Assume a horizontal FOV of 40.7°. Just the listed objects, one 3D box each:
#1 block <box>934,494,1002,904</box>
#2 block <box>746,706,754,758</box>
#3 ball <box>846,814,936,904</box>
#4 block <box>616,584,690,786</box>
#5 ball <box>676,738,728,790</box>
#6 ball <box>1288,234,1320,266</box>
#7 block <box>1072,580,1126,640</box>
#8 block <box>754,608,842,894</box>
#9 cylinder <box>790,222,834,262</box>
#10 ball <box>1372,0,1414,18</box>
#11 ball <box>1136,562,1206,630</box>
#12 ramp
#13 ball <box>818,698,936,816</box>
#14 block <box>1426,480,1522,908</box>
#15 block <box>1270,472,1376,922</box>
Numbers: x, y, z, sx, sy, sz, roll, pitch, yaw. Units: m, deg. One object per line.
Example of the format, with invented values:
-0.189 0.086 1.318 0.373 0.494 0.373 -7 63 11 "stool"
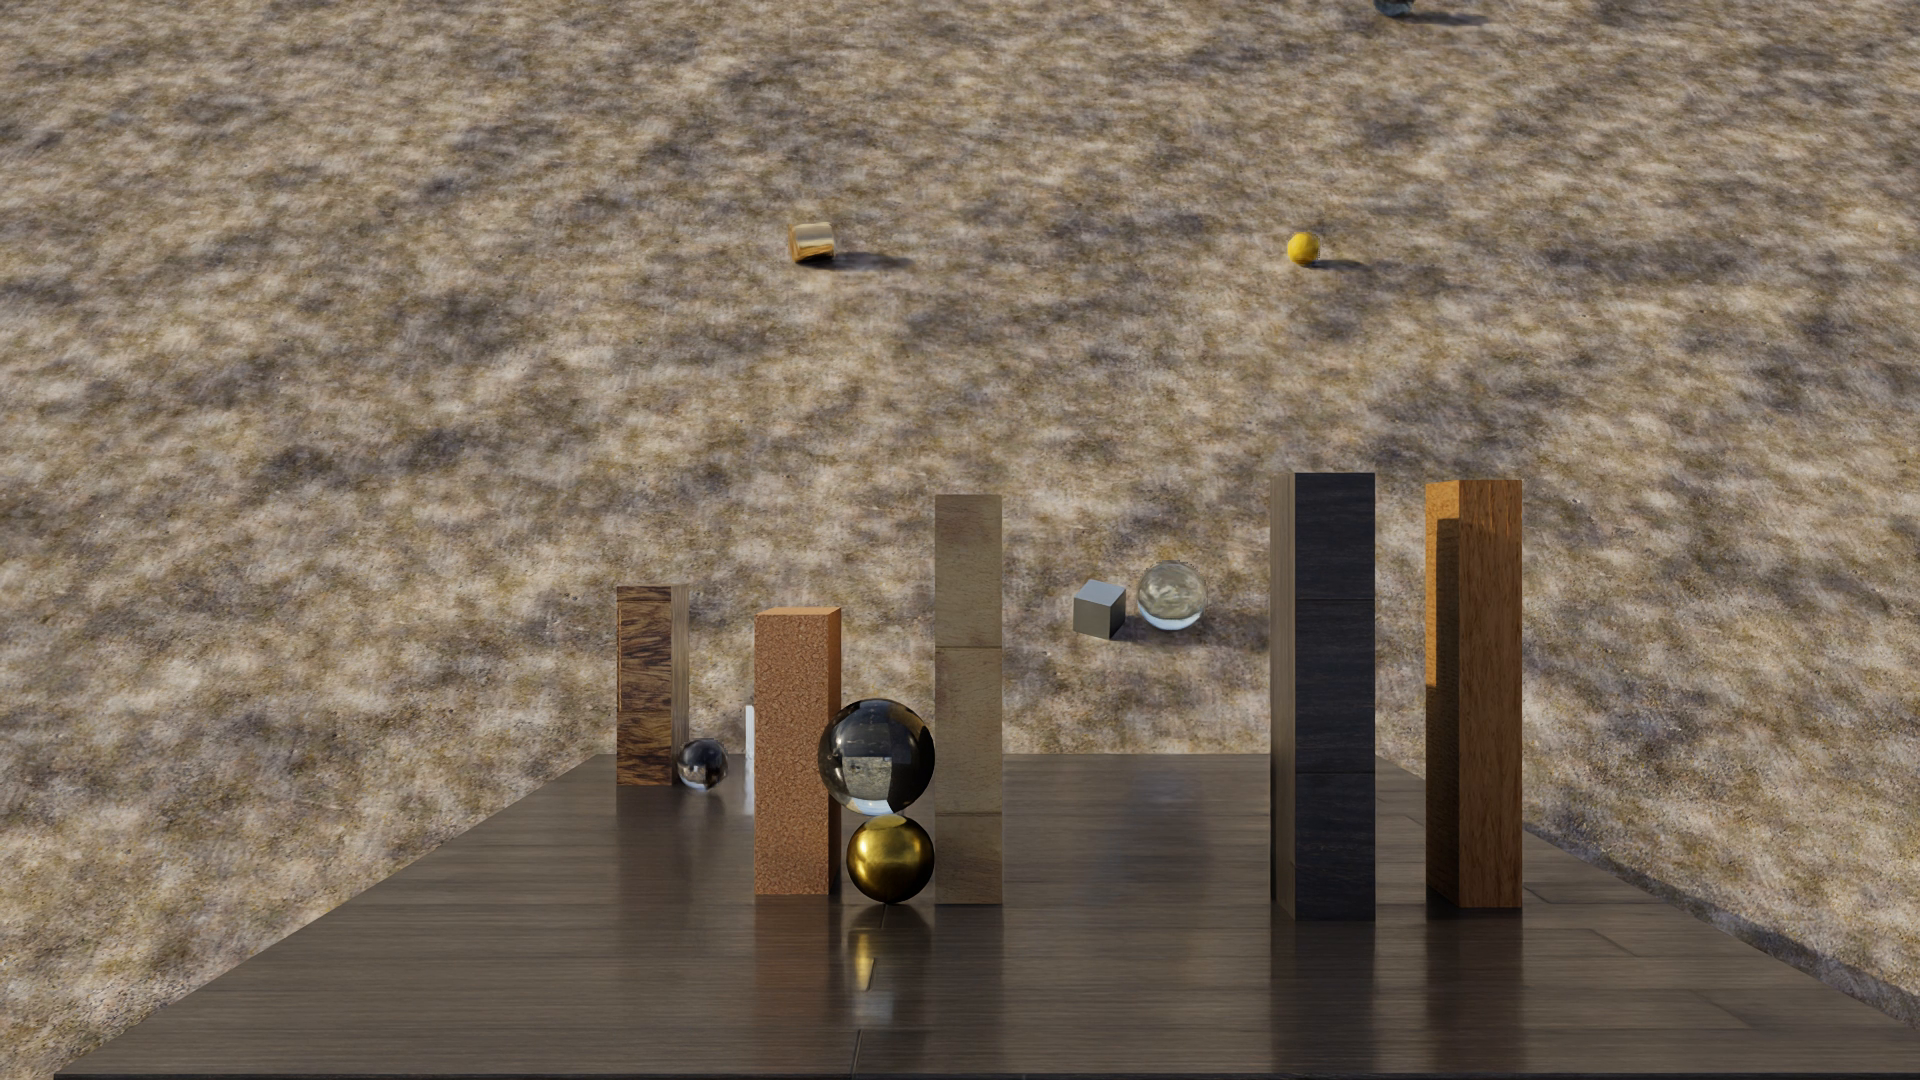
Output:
0.013 0.240 4.116 0.101 0.617 0.420 0 0 0 "block"
-0.455 0.485 6.575 0.130 0.130 0.130 0 0 26 "block"
-0.105 0.481 3.913 0.135 0.135 0.135 0 30 0 "ball"
-0.710 0.327 6.006 0.122 0.446 0.388 0 0 0 "block"
-0.567 0.494 5.691 0.113 0.113 0.113 0 30 0 "ball"
1.262 -1.069 9.513 0.117 0.117 0.117 0 30 0 "ball"
0.395 0.197 7.330 0.112 0.112 0.112 14 33 23 "block"
-0.261 0.332 4.231 0.114 0.434 0.449 0 0 0 "block"
-0.548 -1.098 9.538 0.138 0.138 0.138 -7 31 -14 "cylinder"
1.998 -2.508 11.917 0.198 0.198 0.198 0 30 0 "ball"
0.597 0.159 7.313 0.195 0.195 0.195 0 30 0 "ball"
0.067 0.599 4.659 2.000 0.100 4.000 0 0 0 "ramp"
-0.128 0.332 3.957 0.181 0.181 0.181 0 30 0 "ball"
0.792 0.229 4.001 0.094 0.638 0.277 0 0 0 "block"
0.540 0.226 3.873 0.115 0.645 0.297 0 0 0 "block"
